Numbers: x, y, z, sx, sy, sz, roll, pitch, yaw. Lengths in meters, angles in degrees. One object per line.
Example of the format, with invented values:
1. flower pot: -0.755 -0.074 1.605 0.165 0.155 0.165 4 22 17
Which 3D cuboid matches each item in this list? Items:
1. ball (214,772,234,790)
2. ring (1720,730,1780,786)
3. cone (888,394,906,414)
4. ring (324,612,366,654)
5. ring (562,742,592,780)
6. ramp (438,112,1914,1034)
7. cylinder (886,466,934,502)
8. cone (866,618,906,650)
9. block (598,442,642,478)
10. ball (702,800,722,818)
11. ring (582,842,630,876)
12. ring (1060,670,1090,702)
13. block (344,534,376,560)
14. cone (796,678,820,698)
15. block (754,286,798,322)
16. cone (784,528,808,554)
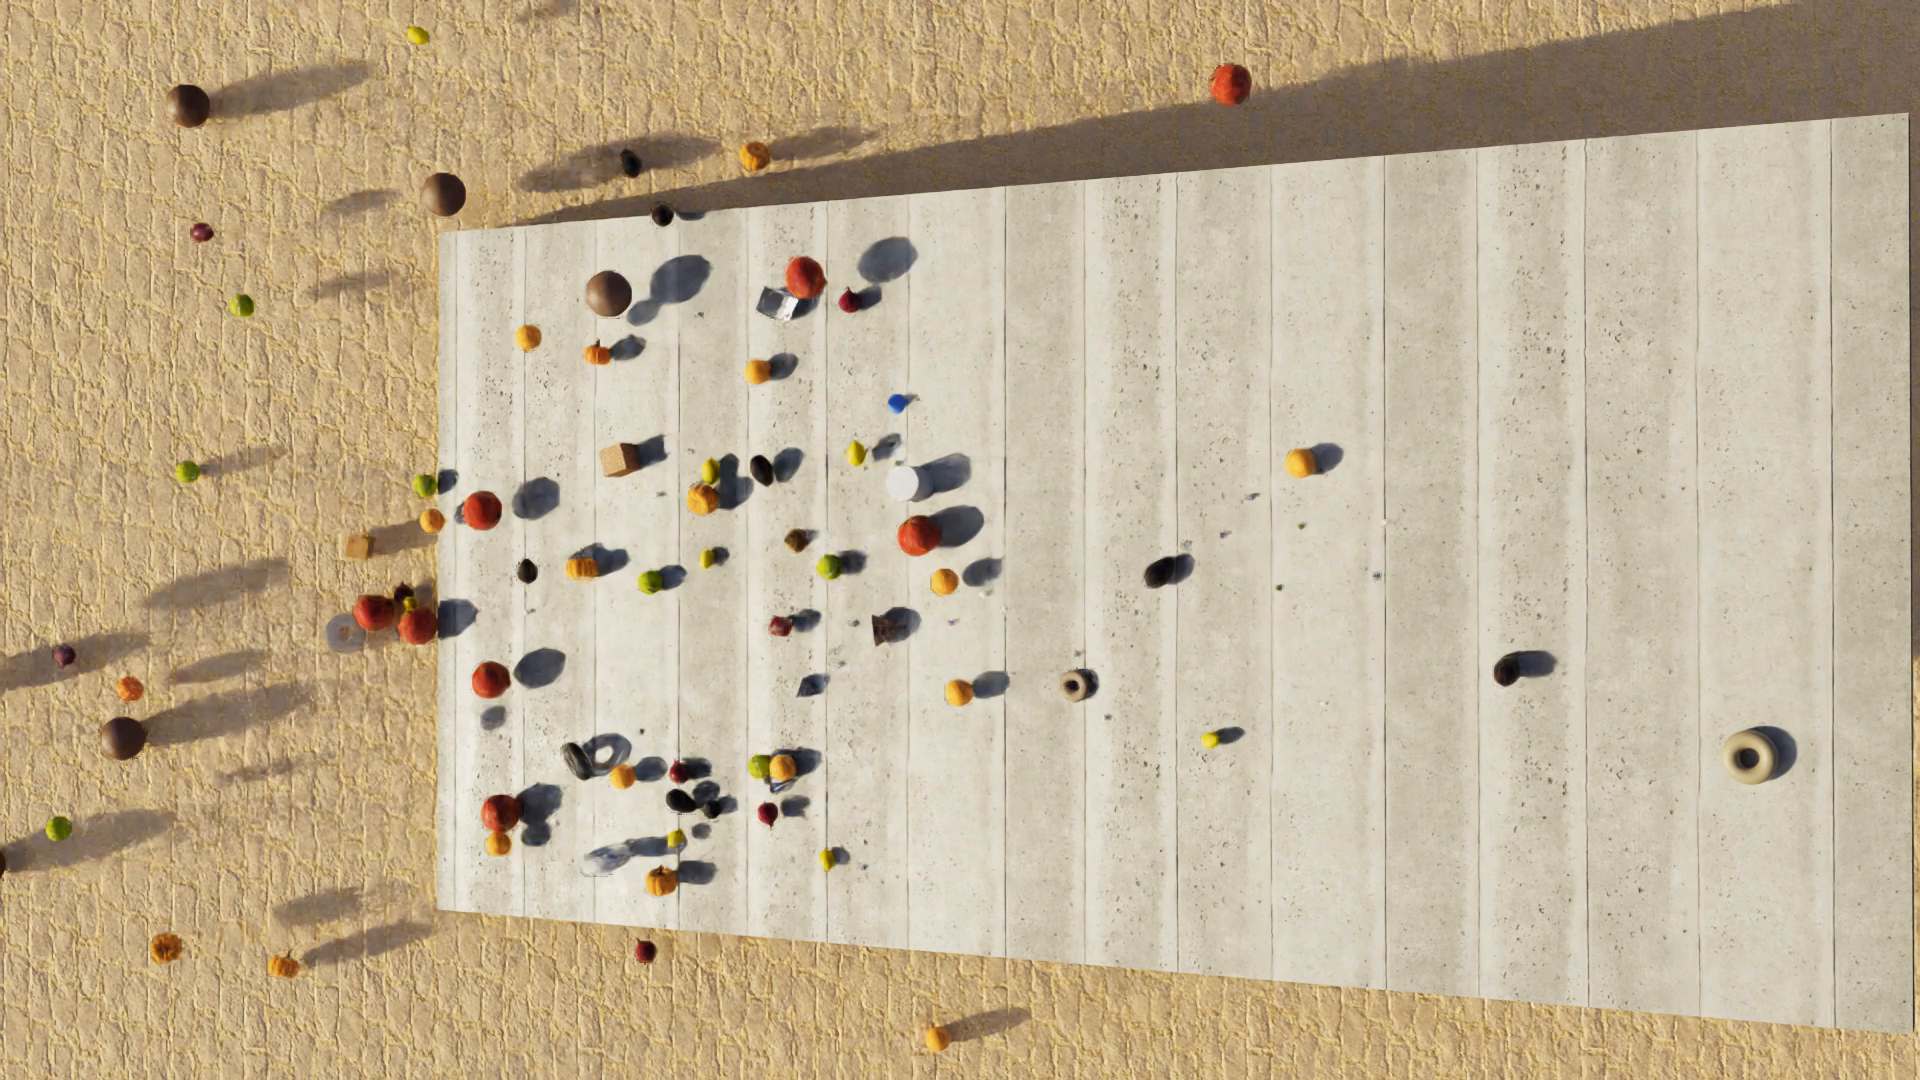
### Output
1. ball: -2.196 0.717 6.558 0.055 0.055 0.055 0 89 0
2. ring: 1.757 0.484 4.890 0.123 0.041 0.123 0 90 25
3. cone: -0.181 -0.361 5.823 0.054 0.054 0.054 0 89 26
4. ring: -1.836 0.279 6.571 0.124 0.041 0.124 0 90 1
5. ring: -1.082 0.627 6.223 0.041 0.122 0.122 -31 89 -27
6. ramp: 0.281 0.081 5.682 4.000 0.100 2.000 0 89 26
7. cylinder: -0.131 -0.147 5.775 0.093 0.093 0.093 0 89 26
8. cone: -0.184 0.234 5.825 0.092 0.092 0.092 -21 89 19
9. block: -0.957 -0.224 6.182 0.076 0.076 0.076 -19 81 24
10. ball: -0.684 0.741 6.054 0.052 0.052 0.052 0 89 0
11. ring: -0.987 0.891 6.134 0.145 0.145 0.048 -19 104 0
12. ring: 0.292 0.372 5.603 0.083 0.028 0.083 0 91 25
13. block: -1.789 0.020 6.559 0.062 0.062 0.062 14 98 1
14. cone: -0.404 0.407 5.936 0.061 0.061 0.061 19 89 -2
15. block: -0.498 -0.640 5.970 0.071 0.071 0.071 29 102 23
16. cone: -0.461 0.002 5.945 0.070 0.070 0.070 0 89 26
